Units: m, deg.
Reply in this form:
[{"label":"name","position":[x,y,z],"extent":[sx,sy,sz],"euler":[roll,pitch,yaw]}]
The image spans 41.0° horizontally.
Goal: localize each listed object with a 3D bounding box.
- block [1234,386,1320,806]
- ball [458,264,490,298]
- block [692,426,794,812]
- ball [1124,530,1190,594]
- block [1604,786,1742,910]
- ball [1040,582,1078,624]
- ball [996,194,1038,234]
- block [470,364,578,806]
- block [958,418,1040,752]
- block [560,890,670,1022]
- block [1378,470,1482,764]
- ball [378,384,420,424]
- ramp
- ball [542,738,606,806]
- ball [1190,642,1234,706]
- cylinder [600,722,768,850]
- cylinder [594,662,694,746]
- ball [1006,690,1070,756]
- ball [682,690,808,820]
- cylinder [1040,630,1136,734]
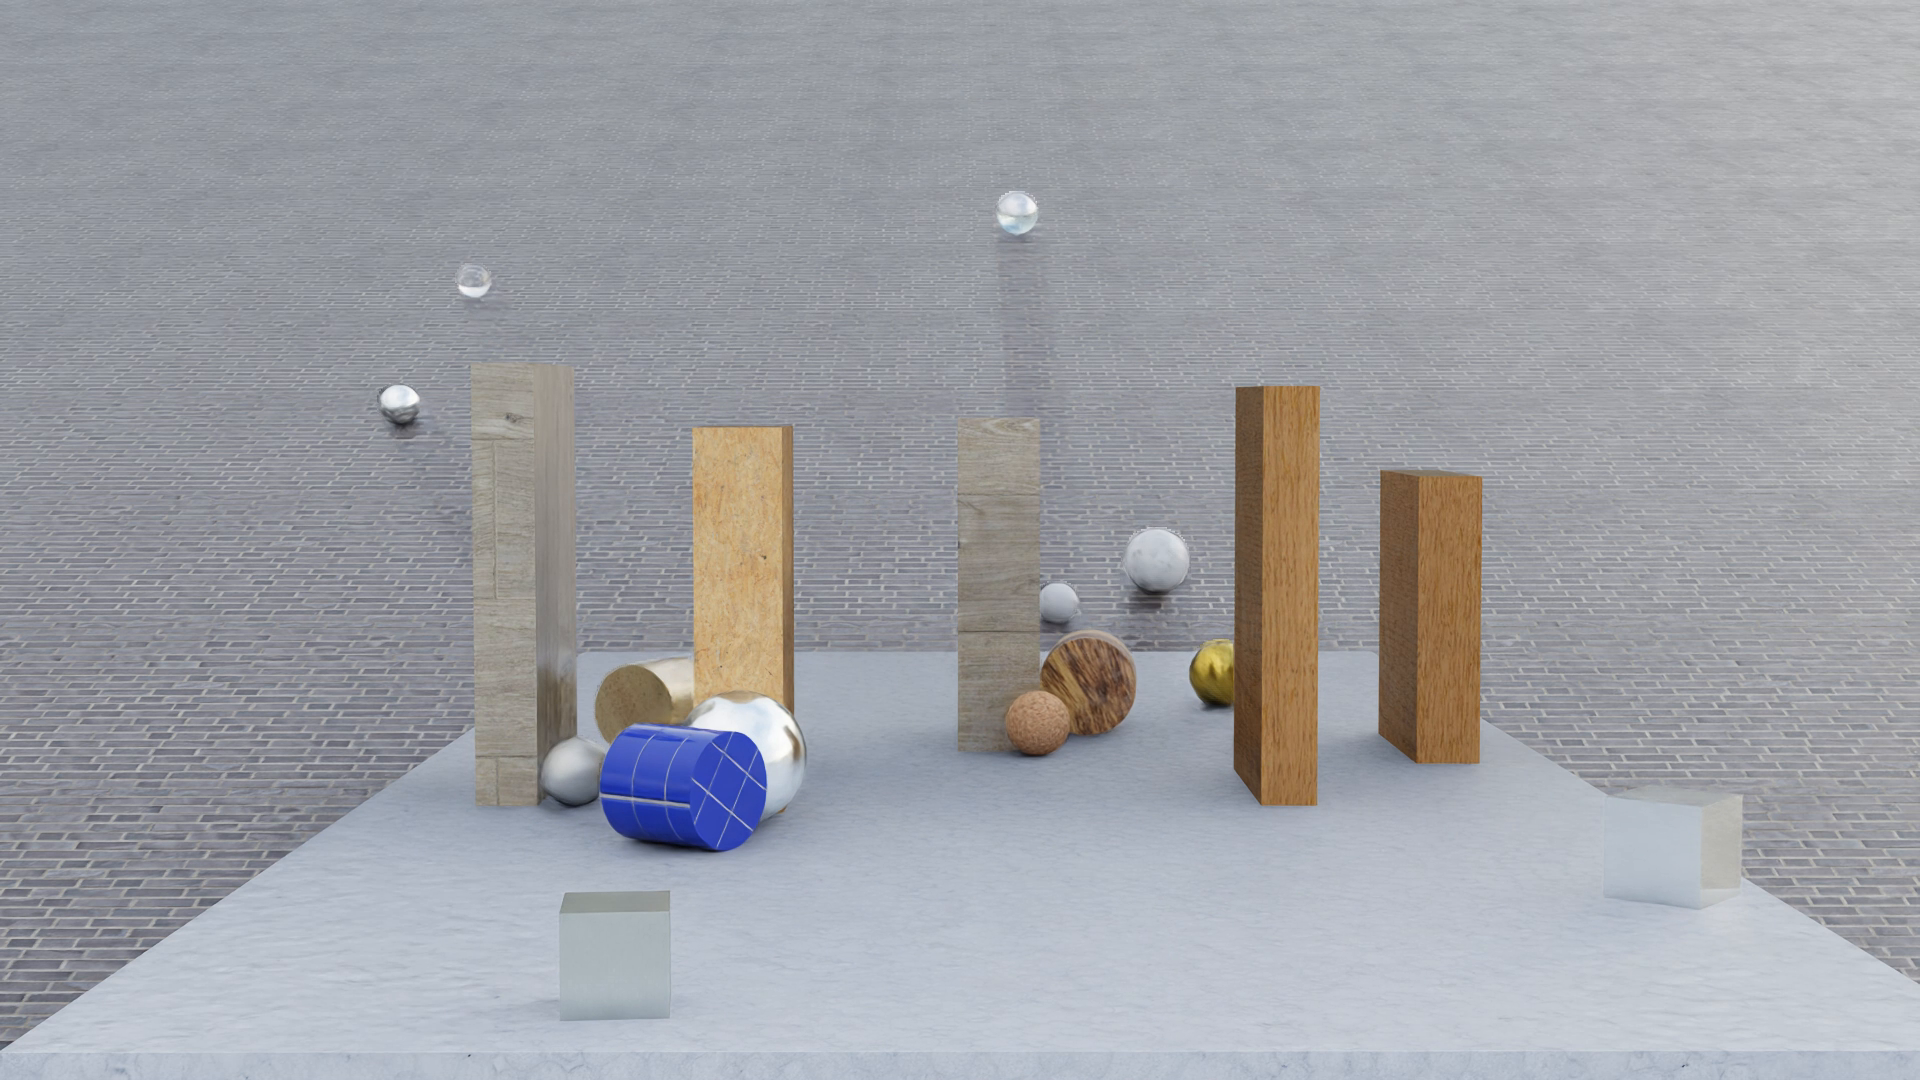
[{"label":"block","position":[0.519,0.078,4.243],"extent":[0.088,0.661,0.403],"euler":[0,3,0]},{"label":"ball","position":[-1.881,-1.001,9.948],"extent":[0.127,0.127,0.127],"euler":[0,21,0]},{"label":"block","position":[-0.343,0.118,4.112],"extent":[0.137,0.598,0.276],"euler":[0,3,0]},{"label":"ball","position":[0.544,0.060,7.120],"extent":[0.180,0.180,0.180],"euler":[0,21,0]},{"label":"block","position":[0.920,0.395,3.317],"extent":[0.130,0.130,0.130],"euler":[3,4,39]},{"label":"ball","position":[0.263,0.170,6.933],"extent":[0.111,0.111,0.111],"euler":[0,21,0]},{"label":"ball","position":[0.242,-1.379,10.864],"extent":[0.173,0.173,0.173],"euler":[0,21,0]},{"label":"block","position":[-0.717,0.060,4.256],"extent":[0.098,0.698,0.431],"euler":[0,3,0]},{"label":"block","position":[0.070,0.075,4.806],"extent":[0.149,0.606,0.270],"euler":[0,3,0]},{"label":"block","position":[-0.363,0.438,2.714],"extent":[0.112,0.112,0.112],"euler":[0,3,-6]},{"label":"block","position":[0.859,0.130,4.715],"extent":[0.111,0.505,0.409],"euler":[0,3,0]},{"label":"ball","position":[-1.854,-0.447,8.502],"extent":[0.134,0.134,0.134],"euler":[0,21,0]},{"label":"ramp","position":[0.049,0.444,4.532],"extent":[2.000,0.100,4.000],"euler":[0,3,0]},{"label":"ball","position":[-0.606,0.366,4.054],"extent":[0.108,0.108,0.108],"euler":[0,21,0]},{"label":"ball","position":[0.546,0.280,5.365],"extent":[0.135,0.135,0.135],"euler":[0,21,0]},{"label":"cylinder","position":[-0.398,0.354,3.704],"extent":[0.170,0.170,0.170],"euler":[2,19,35]},{"label":"cylinder","position":[-0.549,0.303,4.678],"extent":[0.165,0.165,0.165],"euler":[12,3,28]},{"label":"ball","position":[0.140,0.330,4.627],"extent":[0.117,0.117,0.117],"euler":[0,21,0]},{"label":"ball","position":[-0.332,0.328,3.884],"extent":[0.203,0.203,0.203],"euler":[0,21,0]},{"label":"cylinder","position":[0.250,0.274,4.992],"extent":[0.186,0.186,0.186],"euler":[2,3,4]}]
